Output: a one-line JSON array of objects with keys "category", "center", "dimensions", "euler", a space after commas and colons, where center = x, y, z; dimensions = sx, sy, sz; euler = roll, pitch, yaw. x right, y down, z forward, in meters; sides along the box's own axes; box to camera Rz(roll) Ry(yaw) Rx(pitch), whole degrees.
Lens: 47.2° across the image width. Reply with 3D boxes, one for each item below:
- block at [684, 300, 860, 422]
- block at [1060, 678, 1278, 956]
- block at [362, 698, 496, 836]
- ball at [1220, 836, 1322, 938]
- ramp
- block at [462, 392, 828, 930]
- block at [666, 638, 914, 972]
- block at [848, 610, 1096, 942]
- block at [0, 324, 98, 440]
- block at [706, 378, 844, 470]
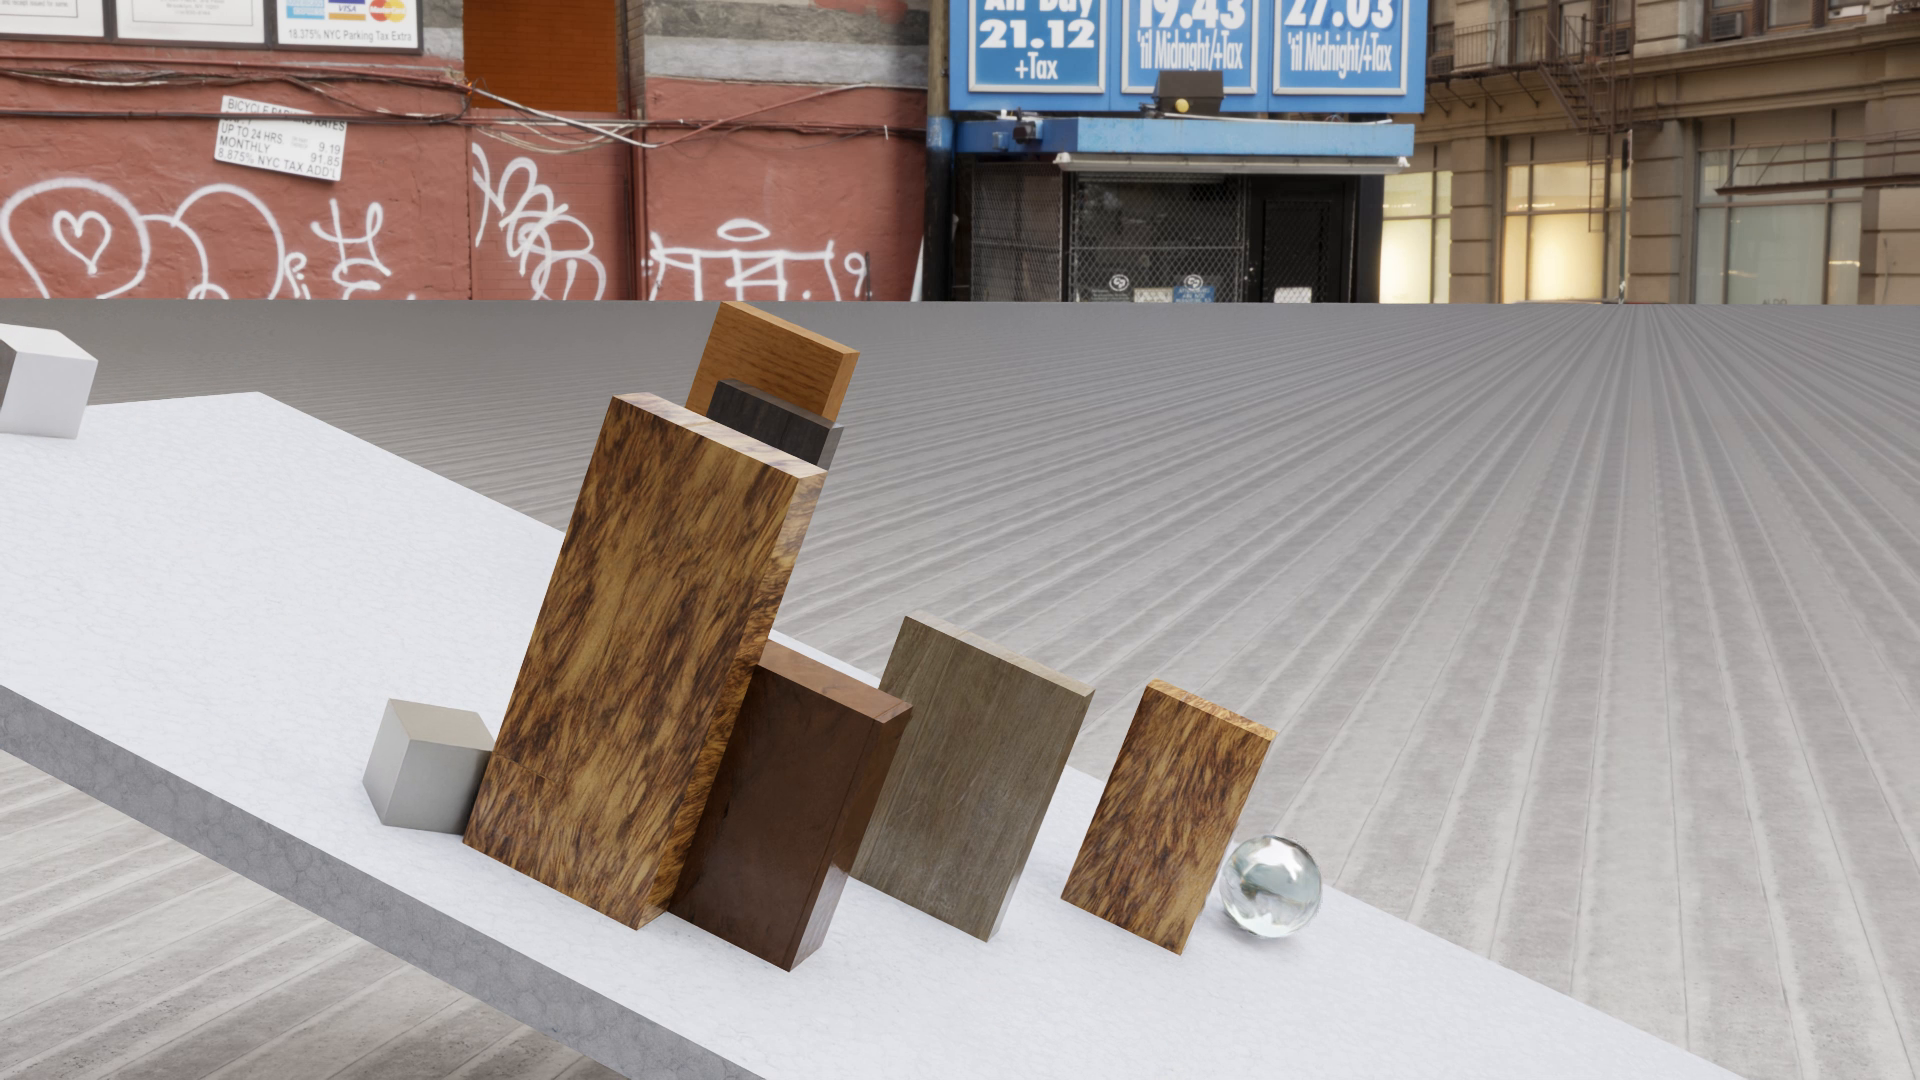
[{"category": "block", "center": [-0.499, -0.129, 4.901], "dimensions": [0.305, 0.741, 0.106], "euler": [24, 13, 13]}, {"category": "block", "center": [0.399, 0.529, 4.216], "dimensions": [0.255, 0.459, 0.084], "euler": [24, 13, 13]}, {"category": "block", "center": [-0.861, 0.370, 3.578], "dimensions": [0.153, 0.153, 0.153], "euler": [13, 15, -31]}, {"category": "ball", "center": [0.629, 0.701, 4.448], "dimensions": [0.206, 0.206, 0.206], "euler": [0, 7, 0]}, {"category": "ramp", "center": [-0.317, 0.568, 4.201], "dimensions": [4.000, 0.100, 2.000], "euler": [24, 13, 13]}, {"category": "block", "center": [-0.503, 0.190, 3.473], "dimensions": [0.327, 0.775, 0.124], "euler": [24, 13, 13]}, {"category": "block", "center": [-0.319, 0.416, 3.576], "dimensions": [0.326, 0.446, 0.148], "euler": [24, 13, 13]}, {"category": "block", "center": [-0.013, 0.421, 3.945], "dimensions": [0.352, 0.489, 0.080], "euler": [24, 13, 13]}, {"category": "block", "center": [-1.990, -0.340, 4.691], "dimensions": [0.182, 0.182, 0.182], "euler": [30, 15, 35]}, {"category": "block", "center": [-0.485, -0.014, 4.746], "dimensions": [0.271, 0.607, 0.090], "euler": [24, 13, 13]}]
